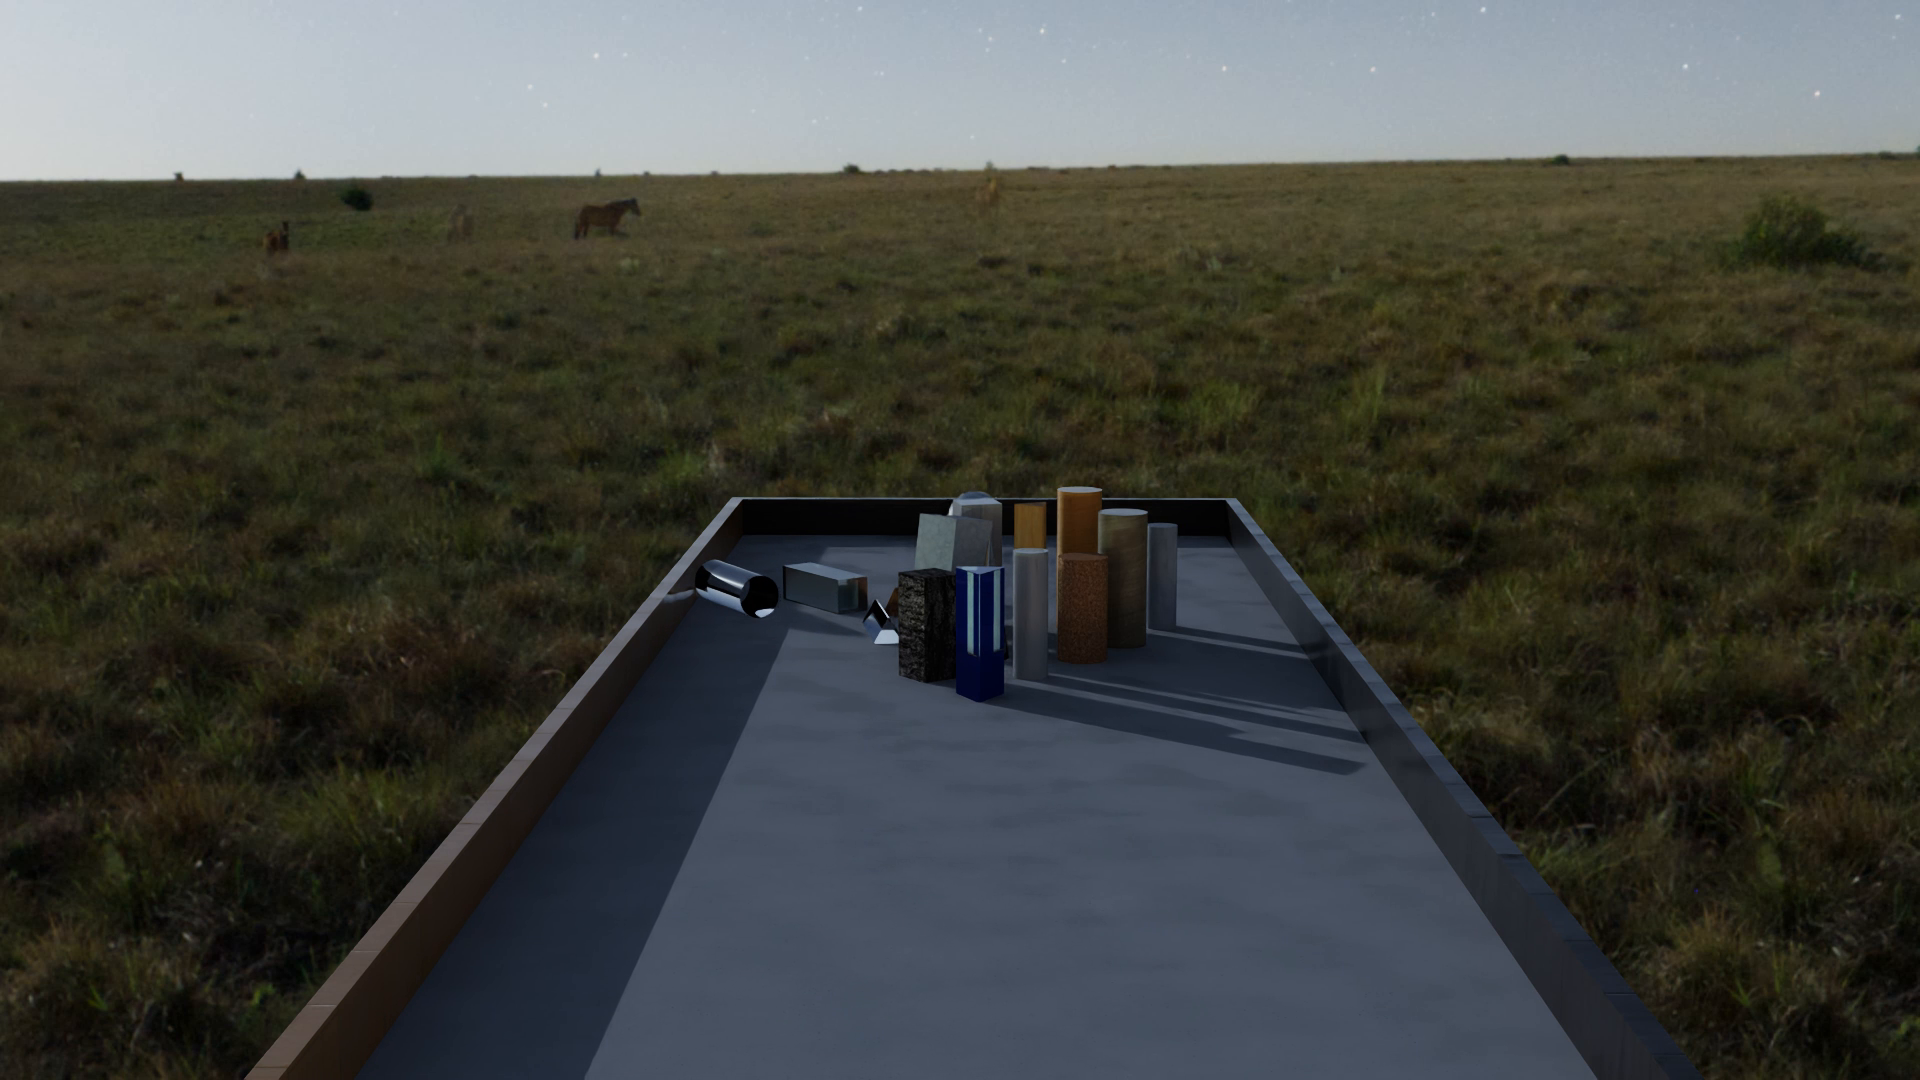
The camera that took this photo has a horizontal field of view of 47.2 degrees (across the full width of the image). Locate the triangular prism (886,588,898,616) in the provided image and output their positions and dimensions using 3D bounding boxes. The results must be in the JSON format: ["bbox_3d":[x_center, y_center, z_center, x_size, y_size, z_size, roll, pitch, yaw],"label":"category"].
[{"bbox_3d":[-0.083,0.184,7.528,0.110,0.095,0.404,7,12,41],"label":"triangular prism"}]

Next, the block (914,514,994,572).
[{"bbox_3d":[-0.030,0.119,6.959,0.164,0.386,0.164,9,4,45],"label":"block"}]

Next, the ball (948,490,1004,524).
[{"bbox_3d":[0.061,-0.084,8.817,0.226,0.226,0.226,0,9,0],"label":"ball"}]

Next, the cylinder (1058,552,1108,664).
[{"bbox_3d":[0.373,0.206,6.694,0.152,0.317,0.152,0,9,0],"label":"cylinder"}]

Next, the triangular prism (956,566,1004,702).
[{"bbox_3d":[0.039,0.260,6.205,0.117,0.364,0.135,6,11,32],"label":"triangular prism"}]

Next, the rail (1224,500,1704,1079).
[{"bbox_3d":[1.046,0.843,3.208,0.050,0.150,12.000,0,9,1],"label":"rail"}]

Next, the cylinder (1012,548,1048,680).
[{"bbox_3d":[0.207,0.216,6.448,0.103,0.375,0.103,0,9,0],"label":"cylinder"}]

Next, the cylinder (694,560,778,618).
[{"bbox_3d":[-0.765,0.164,7.514,0.143,0.143,0.372,-5,10,-30],"label":"cylinder"}]

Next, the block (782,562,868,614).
[{"bbox_3d":[-0.467,0.165,7.589,0.118,0.118,0.356,-6,11,-35],"label":"block"}]

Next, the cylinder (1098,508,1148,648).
[{"bbox_3d":[0.509,0.120,6.910,0.156,0.420,0.156,0,9,0],"label":"cylinder"}]

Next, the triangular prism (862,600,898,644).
[{"bbox_3d":[-0.251,0.259,7.101,0.093,0.081,0.329,-2,9,-9],"label":"triangular prism"}]

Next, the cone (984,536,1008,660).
[{"bbox_3d":[0.091,0.164,6.707,0.120,0.396,0.120,0,9,0],"label":"cone"}]

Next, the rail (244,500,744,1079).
[{"bbox_3d":[-1.004,0.839,3.234,0.050,0.150,12.000,0,9,1],"label":"rail"}]

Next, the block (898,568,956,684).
[{"bbox_3d":[-0.088,0.249,6.452,0.132,0.309,0.132,-6,11,-35],"label":"block"}]

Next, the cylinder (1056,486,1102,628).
[{"bbox_3d":[0.388,0.062,7.164,0.146,0.456,0.146,0,9,0],"label":"cylinder"}]

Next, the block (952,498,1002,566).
[{"bbox_3d":[0.055,0.081,7.171,0.135,0.416,0.135,-2,9,-13],"label":"block"}]

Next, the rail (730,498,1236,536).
[{"bbox_3d":[0.099,-0.098,9.147,2.100,0.150,0.050,0,9,1],"label":"rail"}]

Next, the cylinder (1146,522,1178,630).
[{"bbox_3d":[0.657,0.118,7.185,0.104,0.338,0.104,0,9,0],"label":"cylinder"}]

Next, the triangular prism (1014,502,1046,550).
[{"bbox_3d":[0.242,0.105,6.924,0.109,0.444,0.094,7,11,36],"label":"triangular prism"}]
